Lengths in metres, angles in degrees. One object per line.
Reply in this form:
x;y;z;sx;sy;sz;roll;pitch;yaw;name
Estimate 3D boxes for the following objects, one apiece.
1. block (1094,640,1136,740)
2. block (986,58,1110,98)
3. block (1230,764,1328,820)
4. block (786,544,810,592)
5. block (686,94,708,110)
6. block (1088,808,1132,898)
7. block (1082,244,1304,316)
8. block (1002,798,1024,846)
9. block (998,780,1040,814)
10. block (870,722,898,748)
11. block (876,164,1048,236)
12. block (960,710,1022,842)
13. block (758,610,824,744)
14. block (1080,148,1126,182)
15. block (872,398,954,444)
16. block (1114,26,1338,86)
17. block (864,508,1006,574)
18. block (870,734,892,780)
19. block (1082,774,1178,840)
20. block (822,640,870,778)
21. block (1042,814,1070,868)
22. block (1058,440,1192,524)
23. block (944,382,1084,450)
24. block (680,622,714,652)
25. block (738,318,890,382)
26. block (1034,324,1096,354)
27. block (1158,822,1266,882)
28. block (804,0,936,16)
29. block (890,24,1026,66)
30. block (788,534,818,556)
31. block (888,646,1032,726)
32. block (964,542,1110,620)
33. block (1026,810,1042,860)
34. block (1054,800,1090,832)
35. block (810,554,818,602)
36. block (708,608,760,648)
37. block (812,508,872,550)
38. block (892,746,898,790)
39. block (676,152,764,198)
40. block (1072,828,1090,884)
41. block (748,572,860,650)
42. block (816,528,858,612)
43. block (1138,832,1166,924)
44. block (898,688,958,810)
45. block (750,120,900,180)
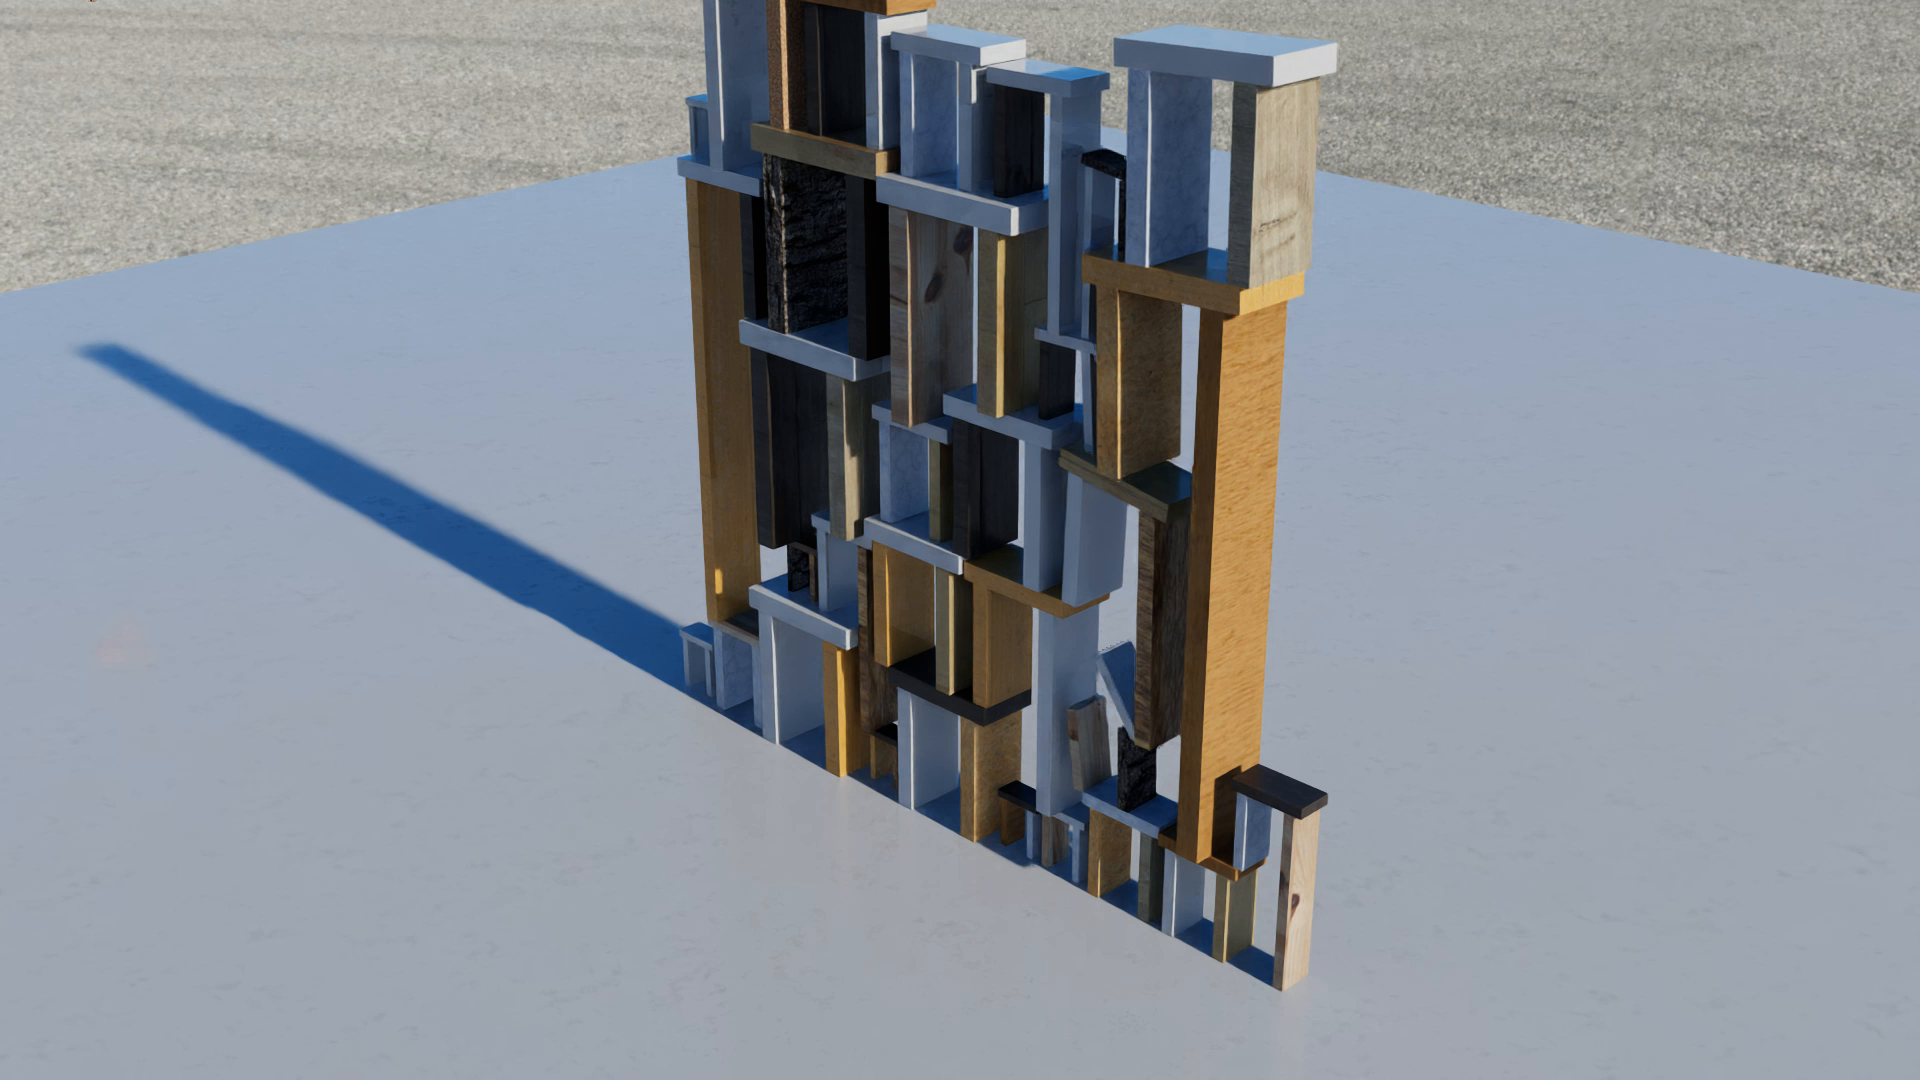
0.311;0.273;3.997;0.082;0.164;0.023;-22;-4;-41;block
0.148;-0.785;3.732;0.195;0.028;0.098;21;31;41;block
0.552;0.434;3.802;0.151;0.021;0.076;21;31;40;block
-0.337;0.052;4.612;0.053;0.105;0.015;-21;31;-41;block
-0.498;-0.874;4.394;0.099;0.014;0.049;21;31;40;block
0.285;0.576;4.165;0.026;0.186;0.093;21;31;41;block
0.381;-0.438;3.626;0.167;0.047;0.335;-21;29;-41;block
0.105;0.547;4.338;0.015;0.104;0.052;21;31;41;block
0.129;0.502;4.292;0.104;0.015;0.052;21;31;41;block
-0.140;0.400;4.541;0.050;0.014;0.101;-21;31;-41;block
0.028;-0.613;3.926;0.170;0.048;0.339;-21;31;-41;block
0.062;0.452;4.354;0.038;0.267;0.134;21;31;41;block
-0.356;0.273;4.727;0.043;0.305;0.153;21;31;41;block
0.266;-0.625;3.674;0.059;0.017;0.119;-20;38;-40;block
-0.060;-0.234;4.195;0.103;0.029;0.206;-21;31;-41;block
0.413;-0.760;3.445;0.159;0.045;0.318;-21;29;-40;block
-0.049;-0.006;4.270;0.132;0.037;0.264;-21;31;-41;block
-0.163;0.444;4.585;0.050;0.101;0.014;-21;31;-41;block
0.329;0.495;4.083;0.186;0.026;0.093;21;31;41;block
-0.212;0.329;4.595;0.043;0.305;0.153;21;31;41;block
0.185;0.570;4.264;0.060;0.120;0.017;-21;31;-41;block
0.308;-0.113;3.843;0.126;0.036;0.252;-21;40;-40;block
0.113;-0.233;4.009;0.136;0.039;0.273;-21;31;-41;block
-0.570;0.216;4.930;0.117;0.017;0.059;21;31;41;block
-0.261;-0.393;4.336;0.170;0.048;0.339;-21;31;-41;block
0.208;-0.356;3.849;0.072;0.021;0.145;-21;30;-41;block
0.454;0.555;3.964;0.089;0.025;0.178;-21;31;-40;block
-0.172;-0.991;3.990;0.122;0.035;0.244;-21;31;-41;block
-0.004;-0.870;3.858;0.112;0.032;0.223;-21;31;-41;block
-0.312;0.006;4.566;0.105;0.015;0.053;21;31;41;block
-0.002;0.287;4.352;0.134;0.038;0.267;-21;31;-41;block
0.142;0.075;4.108;0.127;0.036;0.254;-21;31;-41;block
0.154;0.566;4.293;0.015;0.104;0.052;21;31;41;block
0.213;0.518;4.211;0.060;0.017;0.120;-21;31;-41;block
-0.287;0.071;4.566;0.053;0.105;0.015;-21;31;-41;block
-0.451;0.186;4.792;0.194;0.027;0.097;21;31;41;block
-0.206;-0.028;4.439;0.090;0.026;0.181;-21;31;-41;block
-0.116;0.462;4.542;0.050;0.101;0.014;-21;31;-41;block
-0.434;-0.734;4.382;0.254;0.036;0.127;21;31;41;block
0.242;0.592;4.212;0.060;0.120;0.017;-21;31;-41;block
-0.284;0.141;4.593;0.305;0.043;0.153;21;31;41;block
-0.250;0.050;4.518;0.090;0.181;0.026;-21;31;-41;block
0.372;0.610;4.084;0.093;0.186;0.026;-21;31;-41;block
-0.064;0.403;4.470;0.038;0.267;0.134;21;31;41;block
-0.213;-0.746;4.144;0.175;0.050;0.351;-21;31;-41;block
